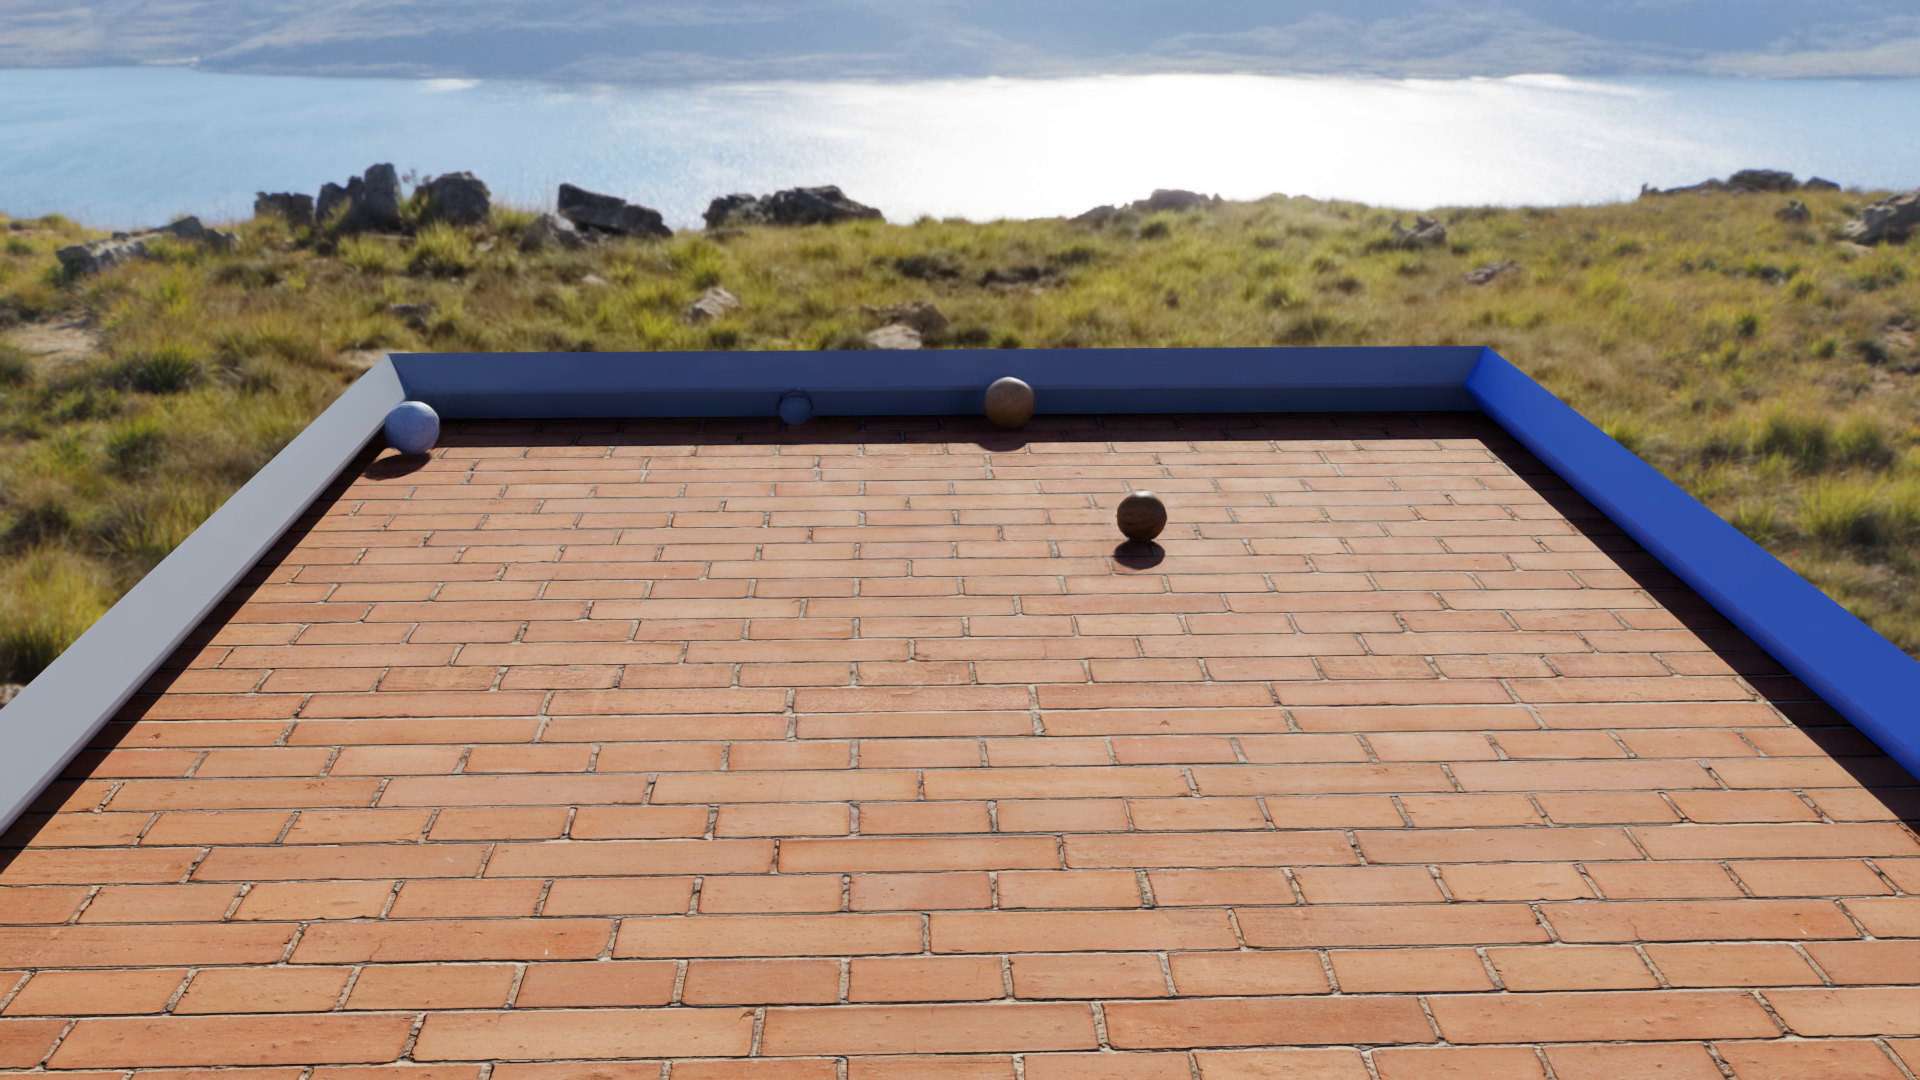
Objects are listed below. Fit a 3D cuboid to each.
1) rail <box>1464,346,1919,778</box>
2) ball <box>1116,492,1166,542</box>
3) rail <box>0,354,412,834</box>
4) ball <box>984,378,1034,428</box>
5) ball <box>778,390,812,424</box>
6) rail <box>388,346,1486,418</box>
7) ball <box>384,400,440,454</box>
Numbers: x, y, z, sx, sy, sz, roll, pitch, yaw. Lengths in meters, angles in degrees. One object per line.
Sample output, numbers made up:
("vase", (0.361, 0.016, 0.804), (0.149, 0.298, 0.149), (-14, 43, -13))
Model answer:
("rail", (0.882, 0.206, 1.938), (0.045, 0.105, 3.345), (-1, 16, -2))
("ball", (0.233, -0.030, 2.822), (0.065, 0.065, 0.065), (0, 16, 0))
("rail", (-0.823, 0.223, 1.880), (0.045, 0.105, 3.345), (-1, 16, -2))
("ball", (0.076, -0.213, 3.424), (0.081, 0.081, 0.081), (0, 16, 0))
("ball", (-0.259, -0.208, 3.453), (0.054, 0.054, 0.054), (0, 16, 0))
("rail", (-0.029, -0.246, 3.491), (1.753, 0.105, 0.045), (-1, 16, -2))
("ball", (-0.812, -0.167, 3.265), (0.080, 0.080, 0.080), (0, 16, 0))
